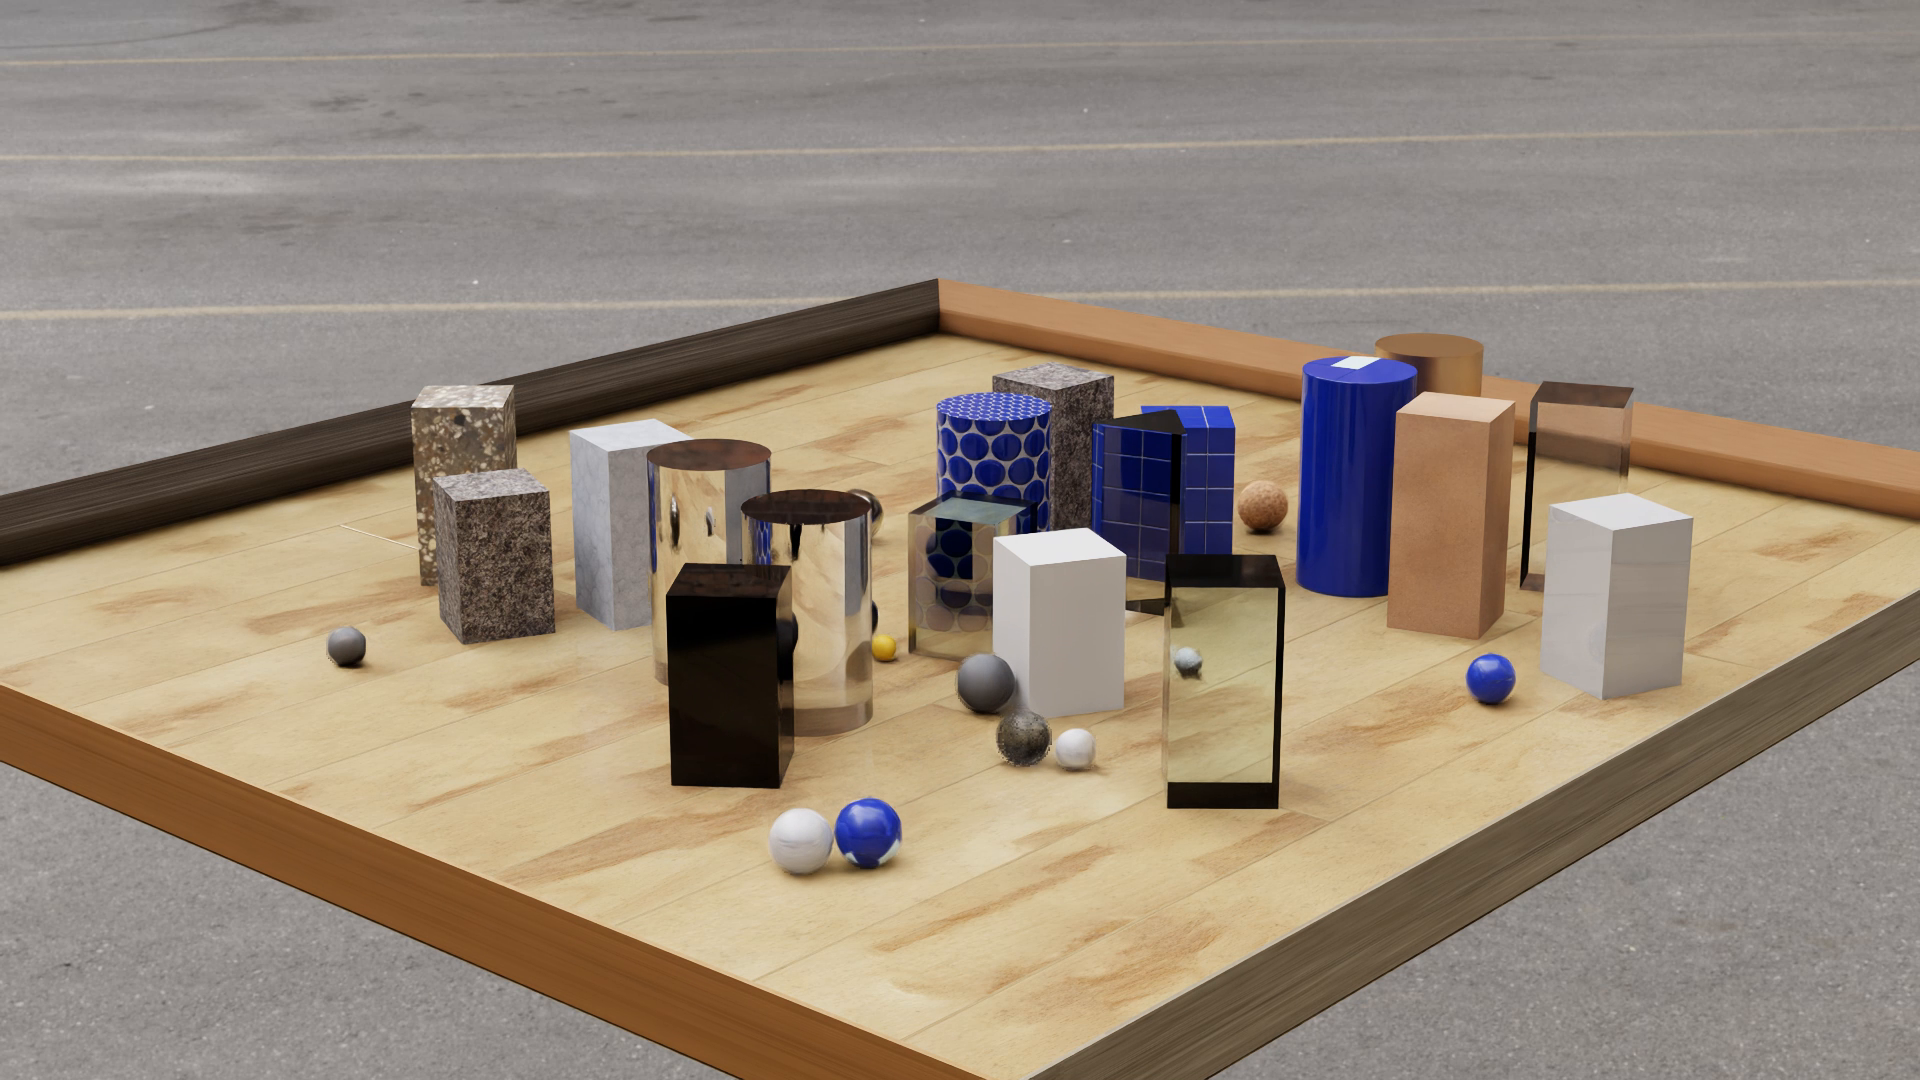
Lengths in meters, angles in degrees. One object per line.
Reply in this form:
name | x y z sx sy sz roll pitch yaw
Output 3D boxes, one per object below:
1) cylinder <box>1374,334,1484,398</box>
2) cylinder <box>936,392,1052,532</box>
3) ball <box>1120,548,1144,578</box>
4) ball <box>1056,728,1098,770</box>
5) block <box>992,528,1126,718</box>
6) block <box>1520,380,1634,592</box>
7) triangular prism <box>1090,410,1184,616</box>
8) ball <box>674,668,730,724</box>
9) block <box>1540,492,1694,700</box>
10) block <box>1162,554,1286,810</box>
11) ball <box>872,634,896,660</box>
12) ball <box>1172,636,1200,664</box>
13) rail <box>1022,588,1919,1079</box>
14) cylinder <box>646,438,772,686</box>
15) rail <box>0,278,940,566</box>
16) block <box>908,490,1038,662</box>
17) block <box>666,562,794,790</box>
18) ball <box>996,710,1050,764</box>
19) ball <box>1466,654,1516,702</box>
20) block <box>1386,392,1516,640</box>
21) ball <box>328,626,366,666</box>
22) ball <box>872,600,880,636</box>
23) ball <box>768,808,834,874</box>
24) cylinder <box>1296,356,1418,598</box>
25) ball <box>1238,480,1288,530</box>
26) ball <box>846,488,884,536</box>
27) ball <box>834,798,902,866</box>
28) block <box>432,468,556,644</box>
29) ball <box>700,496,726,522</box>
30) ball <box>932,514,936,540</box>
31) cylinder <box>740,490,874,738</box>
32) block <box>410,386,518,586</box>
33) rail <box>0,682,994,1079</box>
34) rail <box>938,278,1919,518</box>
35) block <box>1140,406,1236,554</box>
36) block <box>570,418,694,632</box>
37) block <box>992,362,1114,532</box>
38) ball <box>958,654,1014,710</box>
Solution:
cylinder | 0.868 -0.191 5.471 0.198 0.355 0.198 0 17 0
cylinder | 0.058 -0.068 5.095 0.198 0.338 0.198 0 17 0
ball | 0.300 0.042 5.221 0.054 0.054 0.054 0 17 0
ball | 0.172 0.308 4.325 0.061 0.061 0.061 0 17 0
block | 0.154 0.130 4.589 0.159 0.251 0.159 -6 18 -19
block | 1.086 -0.090 5.162 0.159 0.341 0.159 6 18 18
triangular prism | 0.335 -0.052 5.066 0.172 0.324 0.149 9 19 26
ball | -0.397 0.239 4.513 0.085 0.085 0.085 0 17 0
block | 1.046 0.088 4.679 0.159 0.279 0.159 -8 19 -25
block | 0.376 0.202 4.209 0.159 0.331 0.159 0 17 1
ball | -0.126 0.176 4.795 0.043 0.043 0.043 0 17 0
ball | 0.369 0.180 4.778 0.046 0.046 0.046 0 17 0
rail | 1.052 0.296 4.245 0.045 0.129 3.101 14 22 39
cylinder | -0.397 0.039 4.694 0.198 0.364 0.198 0 17 0
rail | -1.052 -0.231 5.994 0.045 0.129 3.101 14 22 39
block | 0.022 0.062 4.832 0.159 0.241 0.159 8 19 25
block | -0.334 0.197 4.295 0.159 0.291 0.159 1 17 5
ball | 0.093 0.292 4.344 0.081 0.081 0.081 0 17 0
ball | 0.834 0.217 4.601 0.077 0.077 0.077 0 17 0
block | 0.828 -0.043 4.945 0.159 0.375 0.159 8 18 24
ball | -0.997 0.173 4.772 0.063 0.063 0.063 0 17 0
ball | -0.183 0.129 4.855 0.099 0.099 0.099 0 17 0
ball | -0.215 0.405 3.957 0.088 0.088 0.088 0 17 0
cylinder | 0.696 -0.112 5.155 0.198 0.386 0.198 0 17 0
ball | 0.567 -0.064 5.504 0.094 0.094 0.094 0 17 0
ball | -0.191 -0.045 5.431 0.099 0.099 0.099 0 17 0
ball | -0.124 0.396 3.978 0.093 0.093 0.093 0 17 0
block | -0.785 0.026 4.939 0.159 0.248 0.159 -7 18 -22
ball | -0.467 -0.059 5.565 0.050 0.050 0.050 0 17 0
ball | -0.007 -0.024 5.374 0.093 0.093 0.093 0 17 0
cylinder | -0.234 0.110 4.505 0.198 0.336 0.198 0 17 0
block | -0.876 -0.098 5.217 0.159 0.325 0.159 0 17 -1
rail | -1.001 0.365 4.016 2.833 0.129 0.045 14 22 39
rail | 1.001 -0.300 6.224 2.833 0.129 0.045 14 22 39
block | 0.407 -0.091 5.284 0.159 0.272 0.159 0 17 0
block | -0.555 -0.028 5.001 0.159 0.314 0.159 -10 19 -29
block | 0.172 -0.156 5.439 0.159 0.307 0.159 16 23 43
ball | 0.040 0.221 4.565 0.089 0.089 0.089 0 17 0
